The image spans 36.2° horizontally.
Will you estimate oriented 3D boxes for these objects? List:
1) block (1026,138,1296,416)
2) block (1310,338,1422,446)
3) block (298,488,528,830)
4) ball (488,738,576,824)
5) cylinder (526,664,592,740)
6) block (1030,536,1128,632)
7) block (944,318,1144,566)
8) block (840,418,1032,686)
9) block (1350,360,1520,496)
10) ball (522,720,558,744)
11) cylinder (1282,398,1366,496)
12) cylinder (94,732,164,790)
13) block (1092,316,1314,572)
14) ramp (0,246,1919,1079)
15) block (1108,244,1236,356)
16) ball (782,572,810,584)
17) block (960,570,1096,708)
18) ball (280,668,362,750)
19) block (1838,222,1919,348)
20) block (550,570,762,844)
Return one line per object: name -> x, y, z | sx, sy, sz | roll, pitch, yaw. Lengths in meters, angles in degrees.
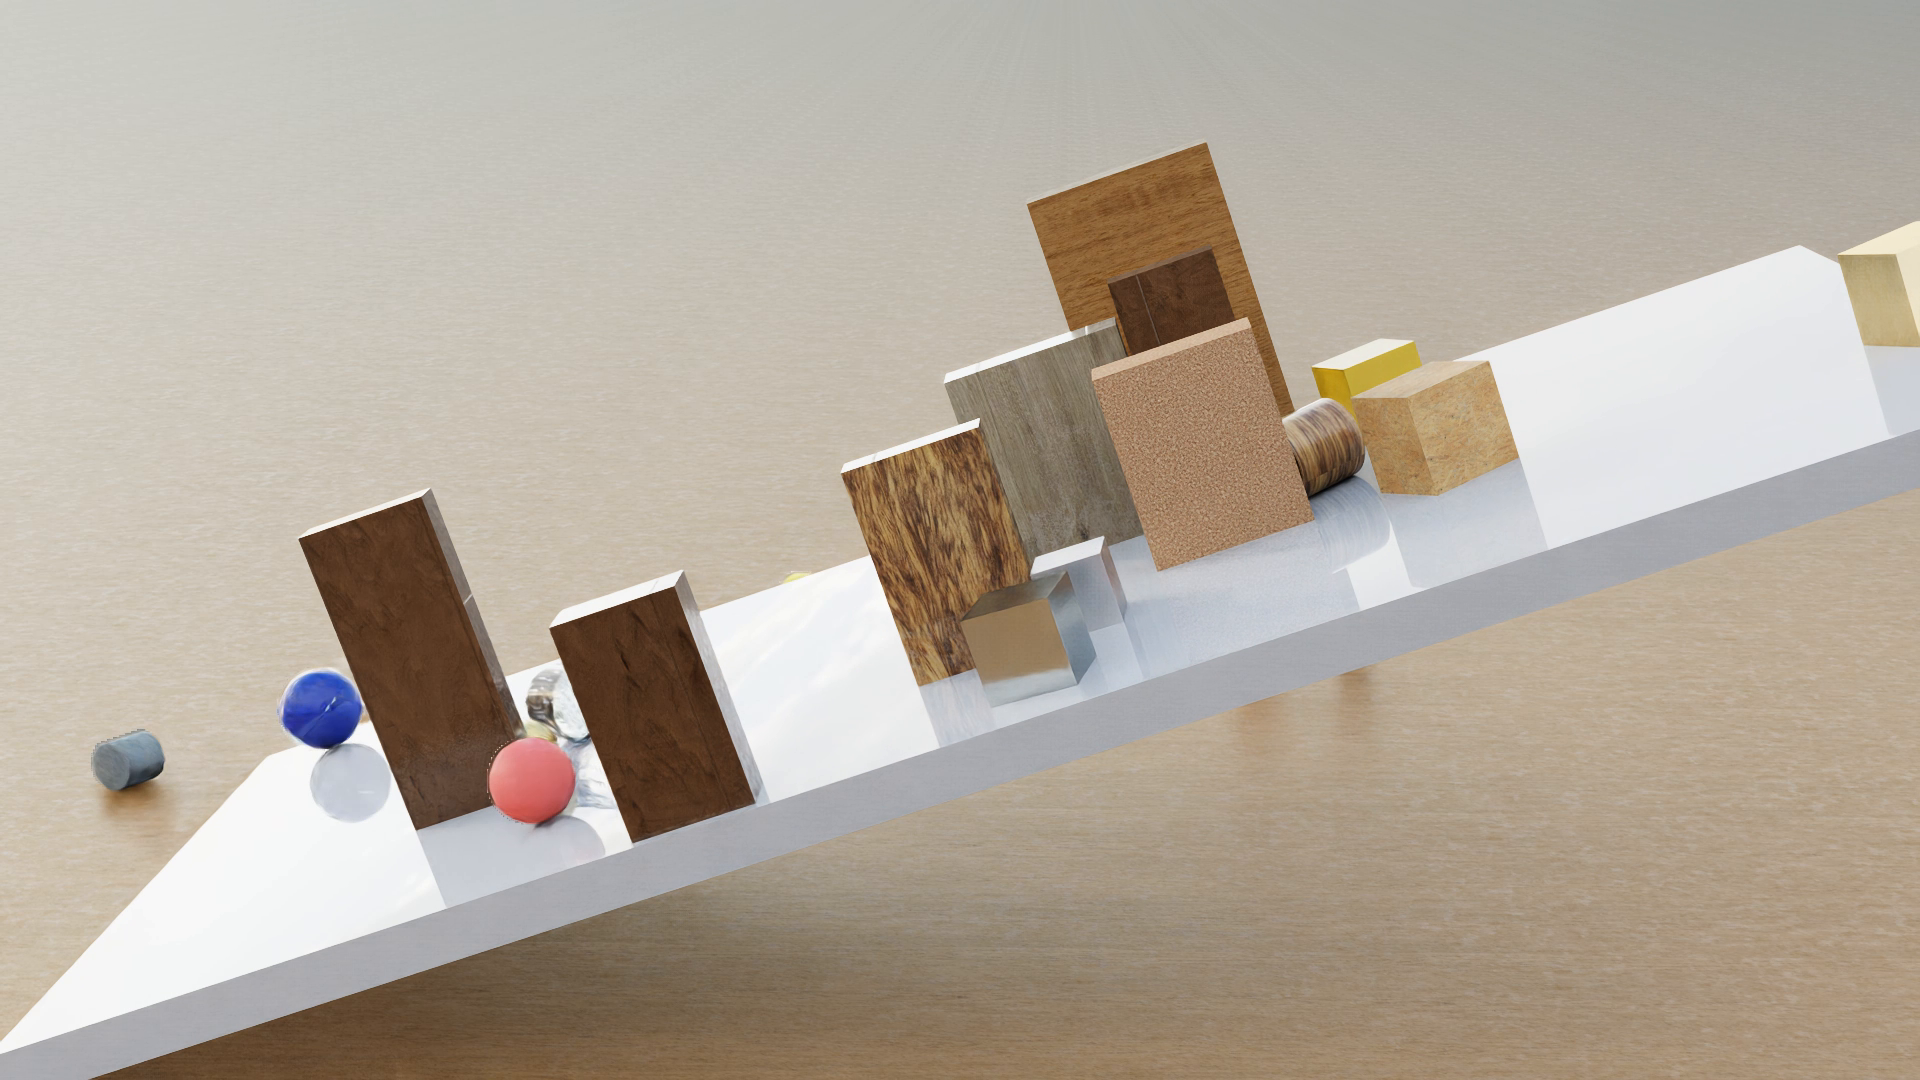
block -> 0.488, -0.550, 7.068 | 0.447, 0.711, 0.127 | -18, 11, 6
block -> 0.935, -0.335, 6.640 | 0.181, 0.181, 0.181 | -22, 11, -14
block -> -1.111, 0.249, 6.083 | 0.271, 0.657, 0.092 | -18, 11, 6
ball -> -0.844, 0.474, 5.805 | 0.169, 0.169, 0.169 | 0, 12, 0
cylinder -> -0.832, 0.351, 6.394 | 0.164, 0.164, 0.164 | -9, 3, -35
block -> 0.236, 0.098, 5.833 | 0.146, 0.146, 0.146 | -18, 11, 10
block -> 0.229, -0.205, 6.493 | 0.394, 0.460, 0.129 | -18, 11, 6
block -> -0.022, 0.026, 5.814 | 0.284, 0.456, 0.098 | -18, 11, 6
block -> 0.967, -0.229, 5.993 | 0.210, 0.210, 0.210 | -24, 12, -21
ball -> -0.908, 0.439, 6.224 | 0.117, 0.117, 0.117 | 0, 12, 0
cylinder -> 0.738, -0.188, 6.276 | 0.177, 0.177, 0.177 | -25, 23, -27
cylinder -> -2.130, 0.567, 7.540 | 0.124, 0.124, 0.124 | 7, 15, 29
block -> 0.502, -0.199, 6.089 | 0.340, 0.422, 0.149 | -18, 11, 6
ramp -> 0.109, 0.179, 6.303 | 4.000, 0.100, 2.000 | -18, 11, 6
block -> 0.532, -0.376, 6.637 | 0.245, 0.523, 0.090 | -18, 11, 6
ball -> -0.501, 0.173, 9.318 | 0.141, 0.141, 0.141 | 0, 12, 0
block -> 0.130, 0.185, 5.512 | 0.175, 0.175, 0.175 | -16, 12, 19
ball -> -1.580, 0.418, 7.276 | 0.201, 0.201, 0.201 | 0, 12, 0
block -> 1.887, -0.505, 5.787 | 0.192, 0.192, 0.192 | -22, 11, -15
block -> -0.558, 0.307, 5.431 | 0.244, 0.432, 0.133 | -18, 11, 6
